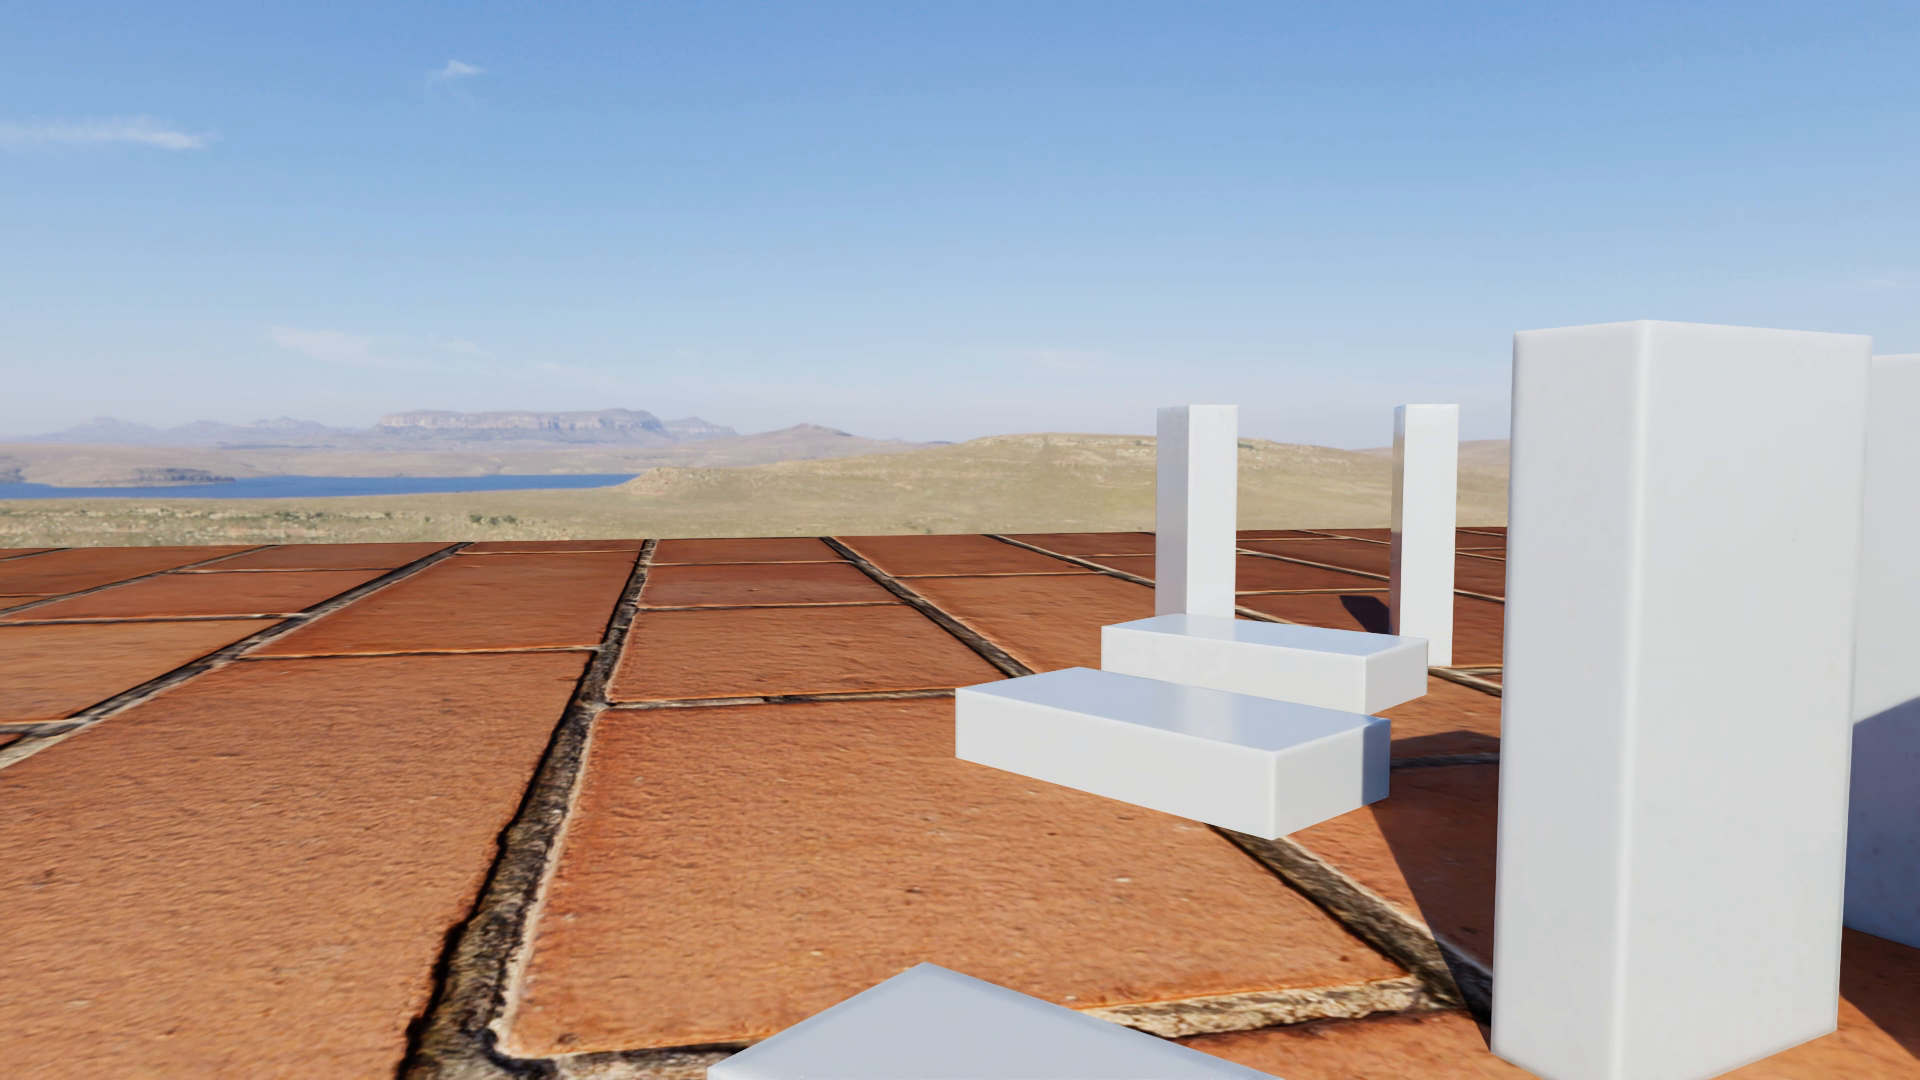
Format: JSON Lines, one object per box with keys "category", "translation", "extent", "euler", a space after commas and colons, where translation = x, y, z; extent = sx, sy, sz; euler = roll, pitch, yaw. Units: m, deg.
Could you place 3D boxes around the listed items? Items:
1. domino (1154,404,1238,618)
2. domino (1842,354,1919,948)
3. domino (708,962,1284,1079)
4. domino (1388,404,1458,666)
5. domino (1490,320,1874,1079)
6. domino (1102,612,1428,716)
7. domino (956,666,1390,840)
{"category": "domino", "translation": [0.048, -0.002, 0.261], "extent": [0.009, 0.050, 0.025], "euler": [0, 4, -6]}
{"category": "domino", "translation": [0.085, 0.009, 0.109], "extent": [0.009, 0.050, 0.025], "euler": [-3, 5, -30]}
{"category": "domino", "translation": [0.015, 0.028, 0.025], "extent": [0.050, 0.025, 0.009], "euler": [3, 5, 38]}
{"category": "domino", "translation": [0.092, -0.002, 0.257], "extent": [0.009, 0.050, 0.025], "euler": [1, 4, 14]}
{"category": "domino", "translation": [0.050, 0.011, 0.090], "extent": [0.025, 0.050, 0.009], "euler": [-2, 5, -28]}
{"category": "domino", "translation": [0.053, 0.021, 0.225], "extent": [0.050, 0.010, 0.025], "euler": [4, 6, 42]}
{"category": "domino", "translation": [0.026, 0.026, 0.164], "extent": [0.025, 0.009, 0.050], "euler": [-4, 6, -43]}
